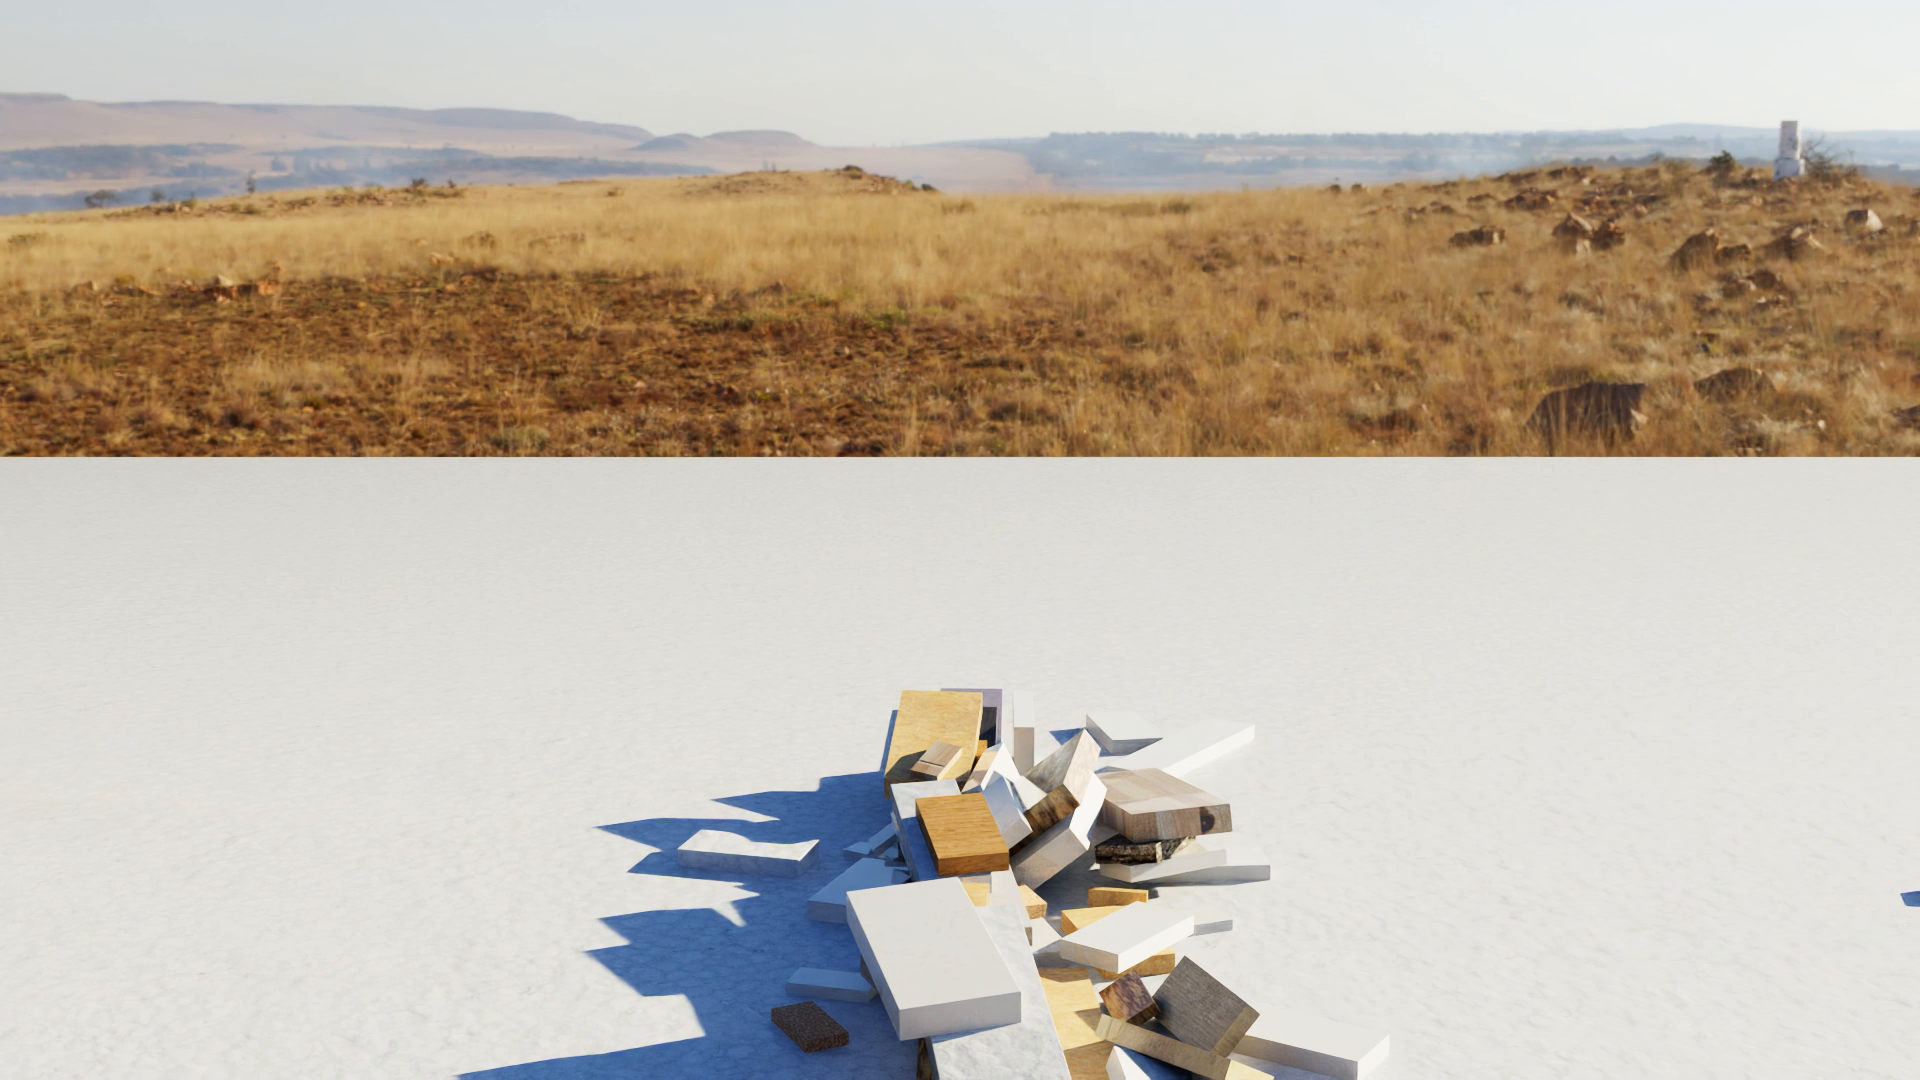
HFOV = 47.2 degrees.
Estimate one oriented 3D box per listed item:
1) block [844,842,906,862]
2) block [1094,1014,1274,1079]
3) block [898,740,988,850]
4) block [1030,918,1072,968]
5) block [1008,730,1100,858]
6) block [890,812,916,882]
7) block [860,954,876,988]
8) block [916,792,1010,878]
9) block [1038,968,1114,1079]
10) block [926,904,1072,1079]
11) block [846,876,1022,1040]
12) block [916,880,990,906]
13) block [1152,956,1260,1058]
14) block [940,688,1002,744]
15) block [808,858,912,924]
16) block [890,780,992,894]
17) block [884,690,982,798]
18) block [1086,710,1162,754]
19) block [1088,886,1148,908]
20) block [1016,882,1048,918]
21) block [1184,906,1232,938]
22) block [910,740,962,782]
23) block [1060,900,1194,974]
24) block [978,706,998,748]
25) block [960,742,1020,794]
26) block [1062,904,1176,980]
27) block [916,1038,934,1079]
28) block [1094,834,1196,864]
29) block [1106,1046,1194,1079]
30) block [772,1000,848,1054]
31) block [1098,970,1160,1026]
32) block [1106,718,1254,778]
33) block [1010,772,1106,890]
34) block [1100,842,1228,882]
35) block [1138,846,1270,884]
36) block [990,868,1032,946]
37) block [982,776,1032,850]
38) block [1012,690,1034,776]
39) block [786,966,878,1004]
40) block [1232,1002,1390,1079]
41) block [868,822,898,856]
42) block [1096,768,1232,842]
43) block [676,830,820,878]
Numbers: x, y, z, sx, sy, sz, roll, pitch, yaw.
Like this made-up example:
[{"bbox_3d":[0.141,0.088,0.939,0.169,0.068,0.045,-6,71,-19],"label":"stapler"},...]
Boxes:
[{"bbox_3d":[-0.146,0.550,3.843,0.106,0.015,0.053,7,12,32],"label":"block"},{"bbox_3d":[0.297,0.687,2.926,0.217,0.031,0.108,10,-15,43],"label":"block"},{"bbox_3d":[-0.029,0.464,3.992,0.153,0.043,0.306,0,27,1],"label":"block"},{"bbox_3d":[0.109,0.624,3.422,0.082,0.023,0.164,-3,11,-16],"label":"block"},{"bbox_3d":[0.149,0.441,3.831,0.167,0.047,0.335,-39,3,14],"label":"block"},{"bbox_3d":[-0.054,0.509,3.718,0.093,0.026,0.185,-13,26,-7],"label":"block"},{"bbox_3d":[-0.052,0.638,3.153,0.110,0.031,0.221,-5,11,-23],"label":"block"},{"bbox_3d":[0.002,0.465,3.484,0.111,0.031,0.221,-4,19,-10],"label":"block"},{"bbox_3d":[0.168,0.731,2.828,0.105,0.030,0.887,-1,11,-4],"label":"block"},{"bbox_3d":[0.030,0.628,2.966,0.164,0.046,0.459,-3,19,-7],"label":"block"},{"bbox_3d":[-0.041,0.566,3.004,0.164,0.046,0.328,-6,20,-14],"label":"block"},{"bbox_3d":[-0.022,0.572,3.255,0.113,0.032,0.227,1,18,5],"label":"block"},{"bbox_3d":[0.335,0.657,3.066,0.027,0.096,0.192,42,-6,-22],"label":"block"},{"bbox_3d":[0.016,0.415,4.503,0.137,0.039,0.745,0,11,1],"label":"block"},{"bbox_3d":[-0.153,0.581,3.632,0.113,0.032,0.227,4,11,20],"label":"block"},{"bbox_3d":[-0.034,0.478,3.546,0.111,0.031,0.359,-3,18,-9],"label":"block"},{"bbox_3d":[-0.047,0.377,4.066,0.153,0.043,0.306,2,27,5],"label":"block"},{"bbox_3d":[0.342,0.402,4.599,0.107,0.030,0.213,-2,11,-11],"label":"block"},{"bbox_3d":[0.255,0.588,3.552,0.094,0.047,0.013,2,11,11],"label":"block"},{"bbox_3d":[0.047,0.575,3.484,0.164,0.023,0.082,0,18,-31],"label":"block"},{"bbox_3d":[0.363,0.611,3.504,0.128,0.018,0.064,-4,11,-22],"label":"block"},{"bbox_3d":[-0.042,0.399,3.960,0.053,0.015,0.106,12,30,22],"label":"block"},{"bbox_3d":[0.256,0.603,3.347,0.105,0.030,0.210,8,13,37],"label":"block"},{"bbox_3d":[-0.009,0.415,4.182,0.153,0.043,0.306,1,27,2],"label":"block"},{"bbox_3d":[0.070,0.467,3.943,0.039,0.137,0.275,-24,6,13],"label":"block"},{"bbox_3d":[0.243,0.622,3.411,0.110,0.031,0.220,-3,11,-15],"label":"block"},{"bbox_3d":[-0.002,0.712,2.929,0.110,0.031,0.515,0,11,1],"label":"block"},{"bbox_3d":[0.314,0.510,3.703,0.107,0.030,0.213,-5,1,24],"label":"block"},{"bbox_3d":[0.257,0.718,2.797,0.108,0.031,0.217,20,8,-8],"label":"block"},{"bbox_3d":[-0.213,0.686,3.102,0.064,0.018,0.128,-5,12,-26],"label":"block"},{"bbox_3d":[0.242,0.662,3.150,0.063,0.018,0.126,-33,14,-2],"label":"block"},{"bbox_3d":[0.451,0.429,4.454,0.107,0.030,0.432,7,13,33],"label":"block"},{"bbox_3d":[0.155,0.503,3.740,0.167,0.047,0.335,-39,3,14],"label":"block"},{"bbox_3d":[0.340,0.539,3.682,0.192,0.027,0.096,-6,3,-28],"label":"block"},{"bbox_3d":[0.410,0.557,3.772,0.228,0.027,0.096,-1,11,-4],"label":"block"},{"bbox_3d":[0.031,0.550,3.428,0.113,0.032,0.304,-3,18,-8],"label":"block"},{"bbox_3d":[0.054,0.471,3.681,0.105,0.030,0.210,-38,15,2],"label":"block"},{"bbox_3d":[0.124,0.398,4.327,0.039,0.137,0.275,0,11,1],"label":"block"},{"bbox_3d":[-0.187,0.658,3.253,0.128,0.018,0.064,3,11,16],"label":"block"},{"bbox_3d":[0.470,0.692,3.037,0.217,0.031,0.108,7,12,32],"label":"block"},{"bbox_3d":[-0.110,0.507,3.838,0.106,0.015,0.053,-35,17,-5],"label":"block"},{"bbox_3d":[0.330,0.466,3.909,0.167,0.047,0.556,-5,1,-8],"label":"block"},{"bbox_3d":[-0.368,0.545,3.827,0.221,0.031,0.111,3,11,15],"label":"block"}]
